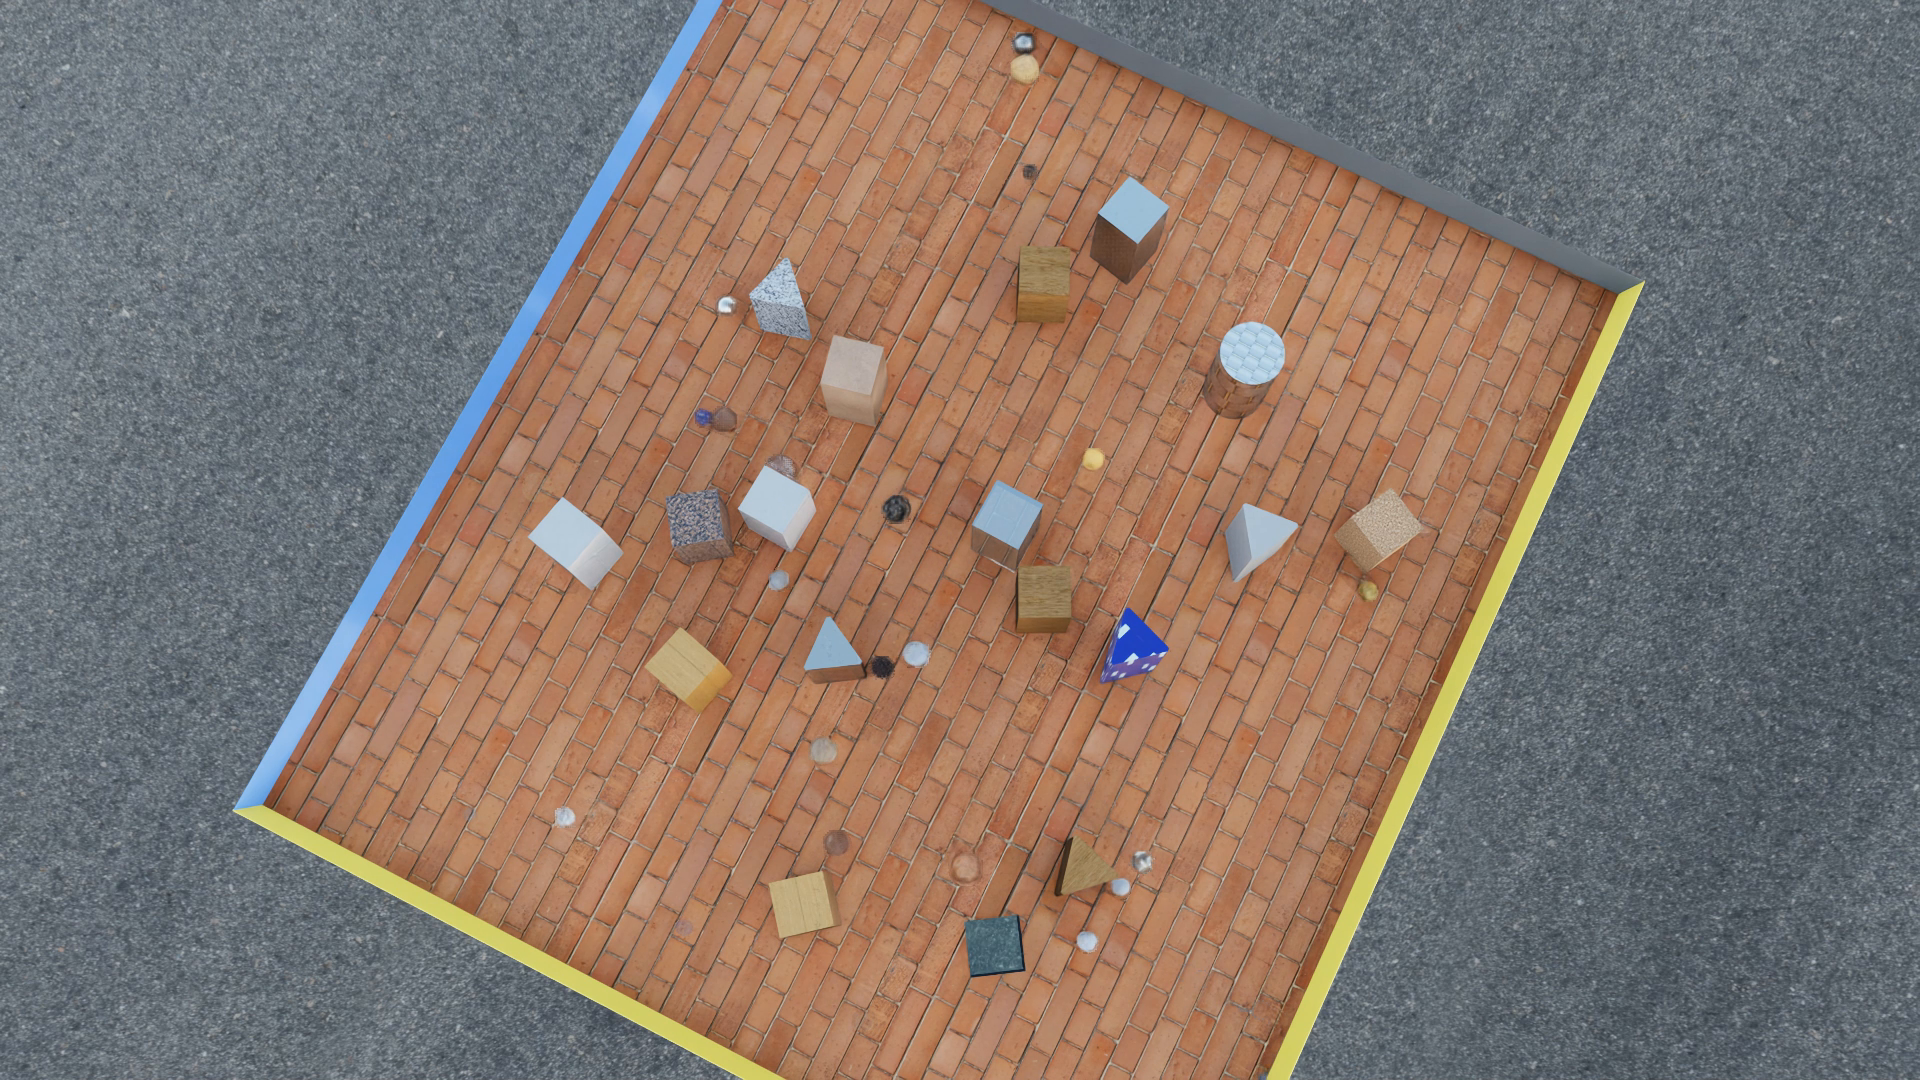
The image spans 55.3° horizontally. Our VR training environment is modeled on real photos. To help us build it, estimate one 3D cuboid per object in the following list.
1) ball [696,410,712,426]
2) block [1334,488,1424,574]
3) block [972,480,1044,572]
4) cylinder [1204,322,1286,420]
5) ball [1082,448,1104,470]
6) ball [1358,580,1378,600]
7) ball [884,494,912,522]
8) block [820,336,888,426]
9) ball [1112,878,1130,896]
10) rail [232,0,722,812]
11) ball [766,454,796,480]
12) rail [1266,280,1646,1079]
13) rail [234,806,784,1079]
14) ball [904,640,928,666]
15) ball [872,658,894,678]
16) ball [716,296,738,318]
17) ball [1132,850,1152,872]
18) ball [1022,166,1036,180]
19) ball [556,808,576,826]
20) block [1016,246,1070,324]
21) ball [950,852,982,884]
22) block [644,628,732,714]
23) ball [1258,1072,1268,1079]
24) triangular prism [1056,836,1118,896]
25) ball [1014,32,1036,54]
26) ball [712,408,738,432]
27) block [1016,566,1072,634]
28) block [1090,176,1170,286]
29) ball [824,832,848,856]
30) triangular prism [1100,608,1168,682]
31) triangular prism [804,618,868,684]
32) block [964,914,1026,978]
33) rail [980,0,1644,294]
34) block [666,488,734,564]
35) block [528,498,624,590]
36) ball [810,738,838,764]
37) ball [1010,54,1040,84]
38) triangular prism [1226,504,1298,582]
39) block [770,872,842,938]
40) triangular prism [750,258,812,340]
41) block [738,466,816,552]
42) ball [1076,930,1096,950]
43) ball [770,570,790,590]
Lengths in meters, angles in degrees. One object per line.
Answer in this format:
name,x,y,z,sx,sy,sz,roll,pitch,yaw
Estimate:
ball,-0.789,-0.378,5.669,0.051,0.051,0.051,0,78,0
block,1.250,-0.024,5.488,0.152,0.261,0.152,-35,80,-7
block,0.137,-0.037,5.438,0.152,0.364,0.152,28,80,6
cylinder,0.853,-0.506,5.527,0.190,0.380,0.190,0,78,0
ball,0.408,-0.247,5.634,0.066,0.066,0.066,0,78,0
ball,1.235,0.151,5.555,0.058,0.058,0.058,0,78,0
ball,-0.191,-0.096,5.594,0.084,0.084,0.084,0,78,0
block,-0.316,-0.476,5.535,0.152,0.353,0.152,14,79,3
ball,0.470,1.018,5.379,0.052,0.052,0.052,0,78,0
rail,-1.347,-0.653,5.687,0.045,0.123,3.340,26,80,5
ball,-0.548,-0.213,5.612,0.095,0.095,0.095,0,78,0
rail,1.347,0.666,5.415,0.045,0.123,3.340,26,80,5
rail,-0.736,1.449,5.253,3.059,0.123,0.045,26,80,5
ball,-0.133,0.341,5.507,0.076,0.076,0.076,0,78,0
ball,-0.233,0.384,5.504,0.064,0.064,0.064,0,78,0
ball,-0.728,-0.729,5.732,0.070,0.070,0.070,0,78,0
ball,0.534,0.944,5.390,0.060,0.060,0.060,0,78,0
ball,0.220,-1.171,5.836,0.045,0.045,0.045,0,78,0
ball,-1.166,0.820,5.419,0.054,0.054,0.054,0,78,0
block,0.255,-0.784,5.643,0.152,0.265,0.152,2,78,0
ball,0.017,0.962,5.370,0.093,0.093,0.093,0,78,0
block,-0.791,0.385,5.372,0.152,0.323,0.152,40,81,8
ball,0.877,1.553,5.274,0.041,0.041,0.041,0,78,0
triangular prism,0.339,0.920,5.234,0.165,0.376,0.142,-16,79,-3
ball,0.208,-1.600,5.912,0.070,0.070,0.070,0,78,0
ball,-0.726,-0.371,5.653,0.078,0.078,0.078,0,78,0
block,0.245,0.178,5.431,0.152,0.291,0.152,0,78,0
block,0.517,-0.945,5.626,0.152,0.364,0.152,39,81,7
ball,-0.363,0.894,5.395,0.071,0.071,0.071,0,78,0
triangular prism,0.487,0.301,5.337,0.165,0.426,0.142,-13,79,-3
triangular prism,-0.369,0.321,5.384,0.165,0.325,0.142,-6,78,-1
block,0.096,1.150,5.201,0.152,0.348,0.152,-6,78,-1
rail,0.736,-1.436,5.849,3.059,0.123,0.045,26,80,5
block,-0.776,-0.039,5.488,0.152,0.267,0.152,-9,78,-2
block,-1.134,0.015,5.435,0.152,0.350,0.152,38,81,7
ball,-0.404,0.627,5.446,0.080,0.080,0.080,0,78,0
ball,0.208,-1.509,5.880,0.095,0.095,0.095,0,78,0
triangular prism,0.859,-0.011,5.430,0.165,0.369,0.142,-37,81,-7
block,-0.437,1.040,5.222,0.152,0.351,0.152,-13,79,-3
triangular prism,-0.532,-0.746,5.614,0.165,0.307,0.142,12,79,2
block,-0.545,-0.090,5.494,0.152,0.277,0.152,29,80,6
ball,0.369,1.169,5.345,0.058,0.058,0.058,0,78,0
ball,-0.547,0.120,5.561,0.059,0.059,0.059,0,78,0
